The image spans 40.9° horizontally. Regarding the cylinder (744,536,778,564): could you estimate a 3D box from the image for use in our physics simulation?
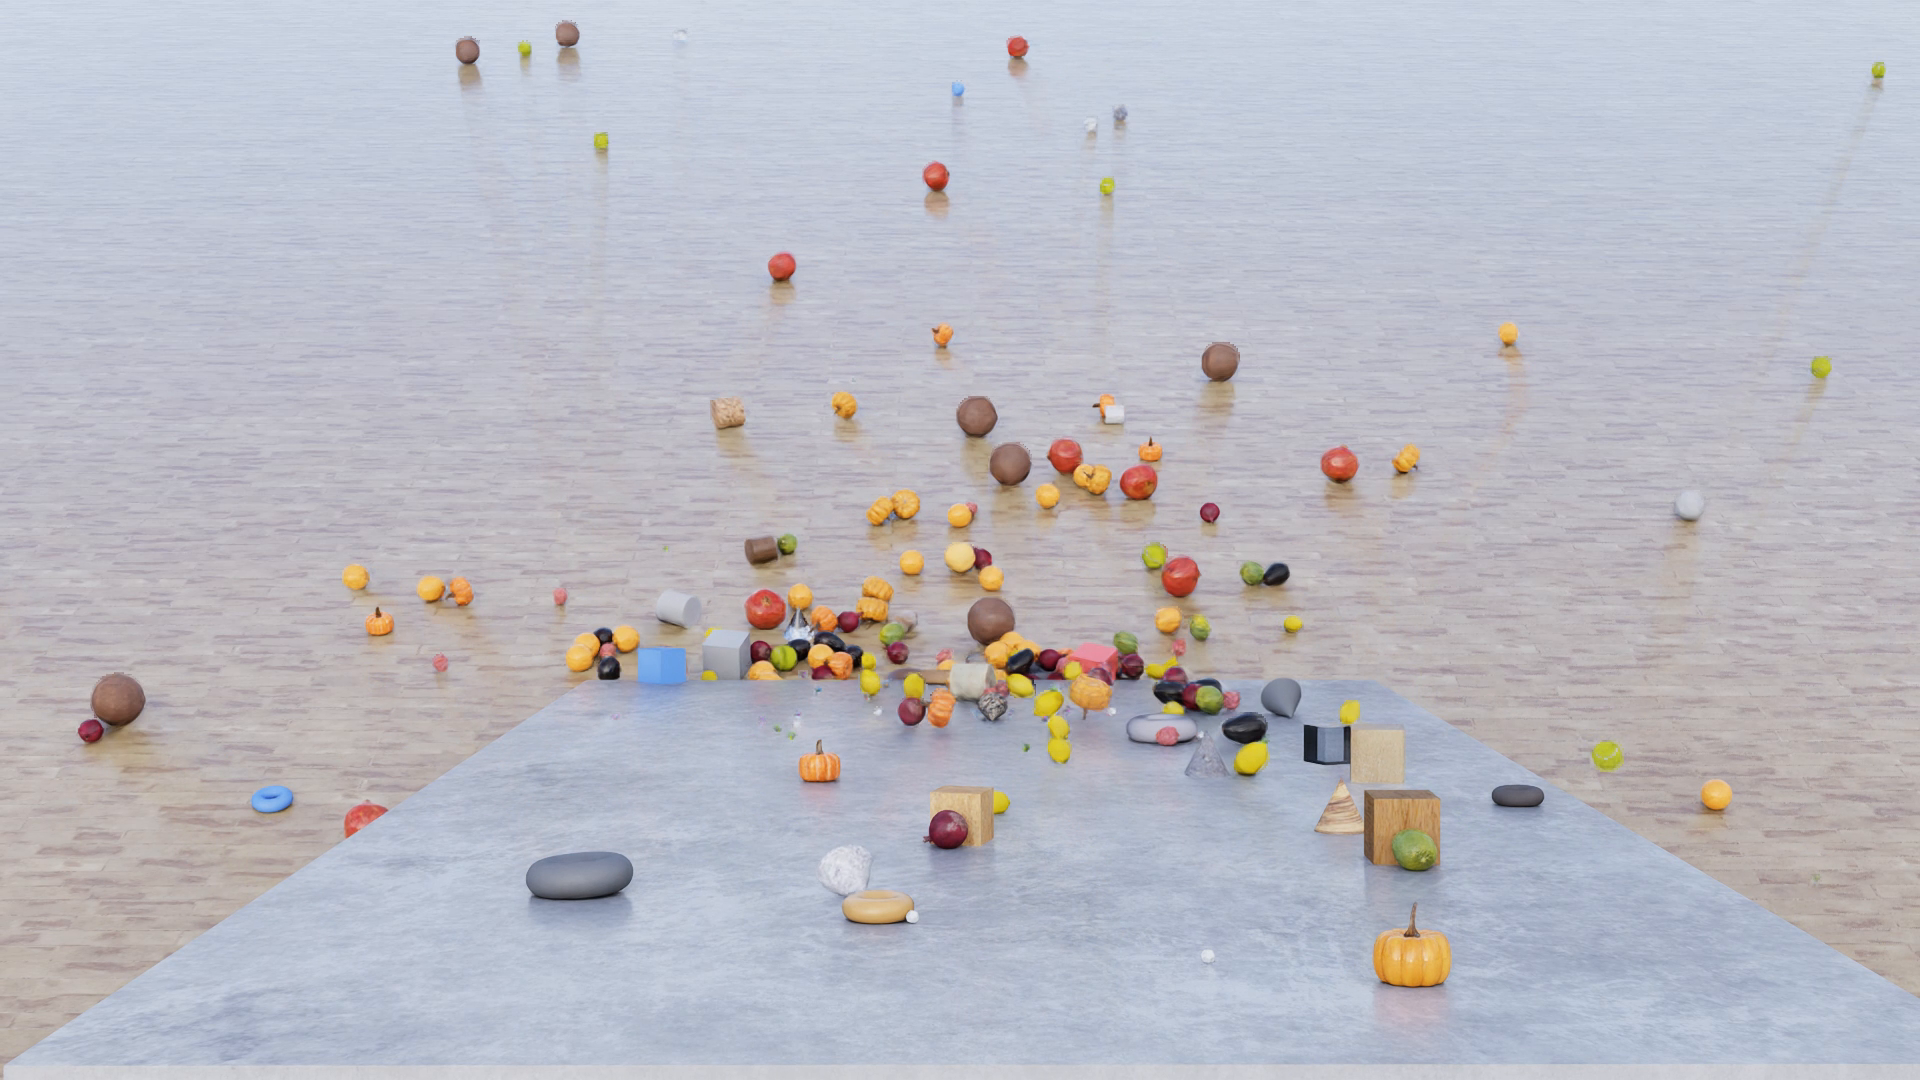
[{"bbox_3d":[-0.574,0.029,7.437,0.073,0.073,0.073,-12,26,-25],"label":"cylinder"}]

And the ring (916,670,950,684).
[{"bbox_3d":[-0.059,0.343,6.451,0.098,0.033,0.098,1,2,0],"label":"ring"}]

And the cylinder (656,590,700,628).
[{"bbox_3d":[-0.771,0.189,7.046,0.087,0.087,0.087,13,26,27],"label":"cylinder"}]

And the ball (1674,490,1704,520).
[{"bbox_3d":[2.187,-0.103,7.720,0.090,0.090,0.090,0,23,0],"label":"ball"}]

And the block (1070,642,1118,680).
[{"bbox_3d":[0.348,0.335,6.702,0.094,0.094,0.094,12,26,26],"label":"block"}]

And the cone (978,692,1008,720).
[{"bbox_3d":[0.071,0.378,5.617,0.065,0.065,0.065,1,29,1],"label":"cone"}]

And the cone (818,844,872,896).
[{"bbox_3d":[-0.142,0.463,3.455,0.078,0.078,0.078,-8,31,-18],"label":"cone"}]

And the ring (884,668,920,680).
[{"bbox_3d":[-0.133,0.375,6.671,0.137,0.046,0.137,0,25,0],"label":"ring"}]

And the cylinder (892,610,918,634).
[{"bbox_3d":[-0.149,0.223,7.012,0.052,0.052,0.052,13,27,28],"label":"cylinder"}]

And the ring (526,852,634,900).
[{"bbox_3d":[-0.516,0.455,3.495,0.145,0.048,0.145,-4,1,0],"label":"ring"}]

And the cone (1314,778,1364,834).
[{"bbox_3d":[0.598,0.414,4.039,0.085,0.085,0.085,0,2,0],"label":"cone"}]

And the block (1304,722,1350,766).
[{"bbox_3d":[0.702,0.386,4.884,0.071,0.071,0.071,-1,3,-27],"label":"block"}]

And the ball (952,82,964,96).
[{"bbox_3d":[-0.009,-2.214,12.643,0.065,0.065,0.065,0,23,0],"label":"ball"}]

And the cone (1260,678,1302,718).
[{"bbox_3d":[0.721,0.368,5.687,0.093,0.093,0.093,-3,29,-6],"label":"cone"}]

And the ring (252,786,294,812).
[{"bbox_3d":[-1.637,0.617,6.127,0.097,0.032,0.097,-1,24,0],"label":"ring"}]

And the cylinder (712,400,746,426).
[{"bbox_3d":[-0.760,-0.416,8.447,0.089,0.089,0.089,-2,22,-24],"label":"cylinder"}]

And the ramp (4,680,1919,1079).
[{"bbox_3d":[0.054,0.486,4.540,2.000,0.100,4.000,0,2,0],"label":"ramp"}]

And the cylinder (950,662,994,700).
[{"bbox_3d":[0.029,0.332,6.040,0.086,0.086,0.086,1,23,16],"label":"cylinder"}]

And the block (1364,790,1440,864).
[{"bbox_3d":[0.646,0.420,3.765,0.096,0.096,0.096,0,2,0],"label":"block"}]

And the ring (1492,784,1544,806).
[{"bbox_3d":[0.938,0.430,4.329,0.087,0.029,0.087,-1,3,0],"label":"ring"}]

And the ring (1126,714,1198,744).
[{"bbox_3d":[0.411,0.384,5.242,0.146,0.049,0.146,-1,3,0],"label":"ring"}]

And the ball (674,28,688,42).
[{"bbox_3d":[-1.487,-2.690,13.735,0.073,0.073,0.073,0,23,0],"label":"ball"}]

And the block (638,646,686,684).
[{"bbox_3d":[-0.752,0.316,6.488,0.084,0.084,0.084,2,3,40],"label":"block"}]

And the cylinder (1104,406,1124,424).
[{"bbox_3d":[0.508,-0.413,8.477,0.060,0.060,0.060,0,23,0],"label":"cylinder"}]

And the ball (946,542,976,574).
[{"bbox_3d":[0.000,0.051,7.366,0.087,0.087,0.087,0,23,0],"label":"ball"}]

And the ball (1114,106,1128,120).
[{"bbox_3d":[0.760,-2.026,12.207,0.067,0.067,0.067,0,23,0],"label":"ball"}]

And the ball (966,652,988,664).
[{"bbox_3d":[0.044,0.323,6.774,0.058,0.058,0.058,0,23,0],"label":"ball"}]

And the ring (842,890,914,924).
[{"bbox_3d":[-0.105,0.471,3.307,0.094,0.031,0.094,-1,3,0],"label":"ring"}]

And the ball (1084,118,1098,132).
[{"bbox_3d":[0.612,-1.935,11.994,0.067,0.067,0.067,0,23,0],"label":"ball"}]

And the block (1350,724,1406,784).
[{"bbox_3d":[0.752,0.384,4.641,0.095,0.095,0.095,0,2,8],"label":"block"}]

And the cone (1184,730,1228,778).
[{"bbox_3d":[0.452,0.387,4.714,0.083,0.083,0.083,0,2,0],"label":"cone"}]

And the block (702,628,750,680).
[{"bbox_3d":[-0.613,0.304,6.766,0.100,0.100,0.100,5,24,11],"label":"block"}]

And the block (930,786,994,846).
[{"bbox_3d":[0.003,0.421,3.940,0.079,0.079,0.079,1,2,15],"label":"block"}]

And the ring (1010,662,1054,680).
[{"bbox_3d":[0.190,0.351,6.734,0.114,0.038,0.114,0,22,0],"label":"ring"}]

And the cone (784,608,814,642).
[{"bbox_3d":[-0.437,0.218,6.980,0.087,0.087,0.087,0,23,0],"label":"cone"}]
